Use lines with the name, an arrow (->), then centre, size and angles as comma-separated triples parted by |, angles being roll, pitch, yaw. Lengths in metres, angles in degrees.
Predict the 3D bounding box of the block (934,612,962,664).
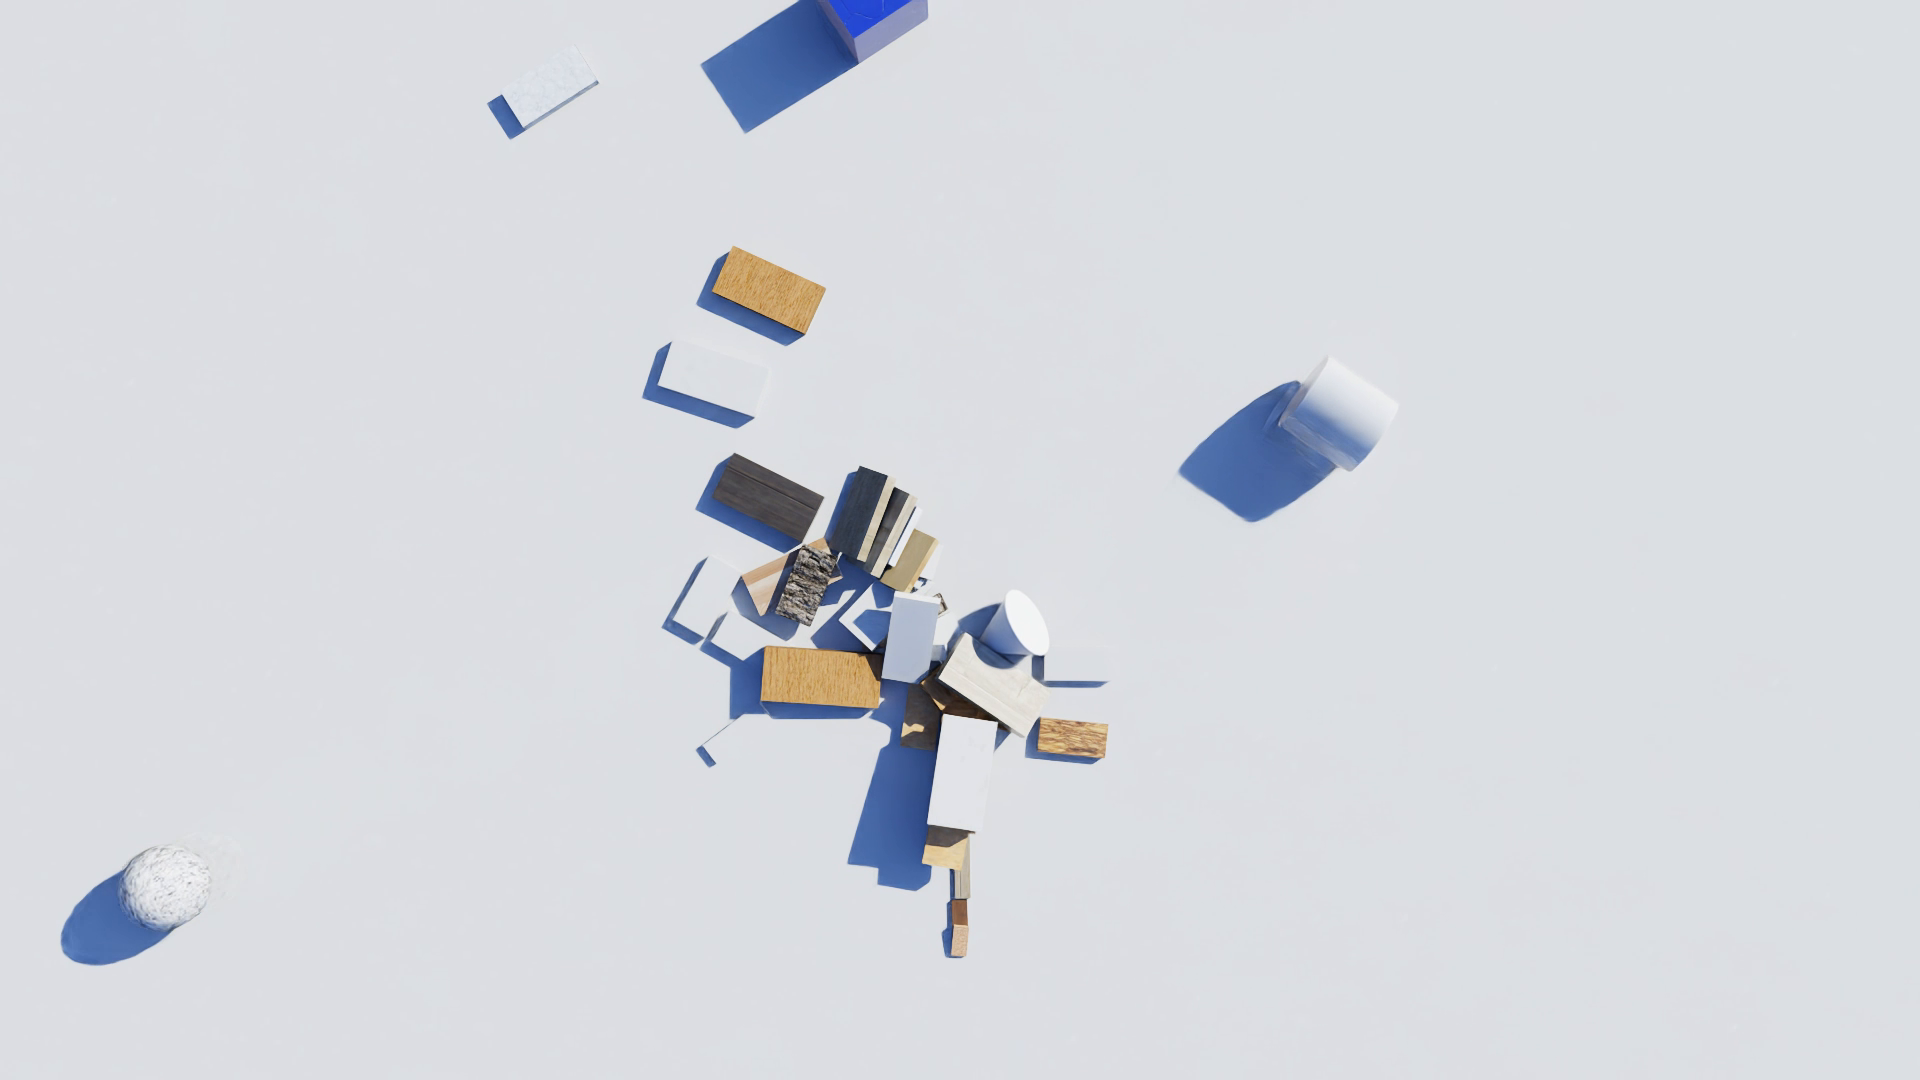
block -> -0.031, 0.353, 5.467 | 0.104, 0.030, 0.209 | -27, 94, -12

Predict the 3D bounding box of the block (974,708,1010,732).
block -> 0.123, 0.580, 5.448 | 0.157, 0.022, 0.078 | 19, 71, -23

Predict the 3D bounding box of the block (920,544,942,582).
block -> -0.104, 0.069, 5.431 | 0.061, 0.017, 0.122 | 18, 74, 1

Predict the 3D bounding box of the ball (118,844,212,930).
ball -> -2.583, 1.128, 5.363 | 0.273, 0.273, 0.273 | 0, 90, 0

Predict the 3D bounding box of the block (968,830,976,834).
block -> -0.008, 0.840, 5.458 | 0.130, 0.037, 0.259 | 3, 79, 0

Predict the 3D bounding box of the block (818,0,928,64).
block -> -0.297, -1.780, 5.361 | 0.278, 0.278, 0.278 | -33, 90, 0

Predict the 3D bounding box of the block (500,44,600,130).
block -> -1.363, -1.506, 5.479 | 0.291, 0.041, 0.145 | -33, 90, 0

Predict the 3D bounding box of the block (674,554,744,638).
block -> -0.837, 0.187, 5.483 | 0.123, 0.035, 0.247 | 30, 90, 0

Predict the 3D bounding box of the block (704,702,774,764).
block -> -0.738, 0.643, 5.489 | 0.235, 0.022, 0.078 | -37, 90, 0

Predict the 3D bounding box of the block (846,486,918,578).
block -> -0.258, -0.035, 5.433 | 0.041, 0.145, 0.291 | 26, 90, -43

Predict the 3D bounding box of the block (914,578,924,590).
block -> -0.129, 0.099, 5.439 | 0.061, 0.017, 0.122 | 33, 75, 5

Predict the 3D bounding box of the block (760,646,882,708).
block -> -0.457, 0.452, 5.453 | 0.387, 0.050, 0.177 | 4, 93, -5

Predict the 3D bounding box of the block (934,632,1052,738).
block -> 0.109, 0.478, 5.410 | 0.355, 0.050, 0.177 | 35, 72, -11

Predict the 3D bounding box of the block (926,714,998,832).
block -> 0.007, 0.755, 5.348 | 0.177, 0.050, 0.355 | 9, 83, -1

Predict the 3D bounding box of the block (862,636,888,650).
block -> -0.216, 0.296, 5.484 | 0.230, 0.033, 0.115 | -7, 90, 0

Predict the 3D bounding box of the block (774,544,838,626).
block -> -0.506, 0.149, 5.440 | 0.123, 0.035, 0.247 | 22, 90, 0

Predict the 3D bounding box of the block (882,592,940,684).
block -> -0.161, 0.322, 5.394 | 0.149, 0.042, 0.299 | 10, 112, 0

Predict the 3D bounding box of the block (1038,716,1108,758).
block -> 0.375, 0.656, 5.484 | 0.225, 0.032, 0.113 | 6, 90, 0

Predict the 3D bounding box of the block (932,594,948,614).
block -> -0.102, 0.231, 5.461 | 0.122, 0.017, 0.061 | -31, 101, -26

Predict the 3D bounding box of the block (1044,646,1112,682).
block -> 0.393, 0.410, 5.484 | 0.225, 0.032, 0.113 | 1, 90, 0

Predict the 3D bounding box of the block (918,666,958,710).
block -> -0.012, 0.447, 5.429 | 0.225, 0.032, 0.113 | -37, 97, -16

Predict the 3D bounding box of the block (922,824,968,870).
block -> -0.036, 0.940, 5.395 | 0.130, 0.037, 0.259 | 11, 95, -1

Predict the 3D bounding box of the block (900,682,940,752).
block -> -0.125, 0.578, 5.484 | 0.115, 0.033, 0.230 | 8, 90, 0

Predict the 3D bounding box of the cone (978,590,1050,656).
cone -> 0.130, 0.322, 5.447 | 0.235, 0.235, 0.235 | -30, 90, 27

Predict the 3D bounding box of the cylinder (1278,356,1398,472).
cylinder -> 1.229, -0.409, 5.364 | 0.272, 0.272, 0.272 | 35, 90, 0

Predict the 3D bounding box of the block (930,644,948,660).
block -> -0.089, 0.370, 5.438 | 0.107, 0.015, 0.054 | -4, 104, 28

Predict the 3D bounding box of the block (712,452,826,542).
block -> -0.635, -0.142, 5.476 | 0.335, 0.047, 0.167 | 26, 90, 0

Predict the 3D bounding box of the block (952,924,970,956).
block -> 0.001, 1.332, 5.483 | 0.051, 0.015, 0.103 | 5, 100, -1

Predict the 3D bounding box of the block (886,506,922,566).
block -> -0.211, -0.023, 5.444 | 0.030, 0.104, 0.209 | 31, 84, -43

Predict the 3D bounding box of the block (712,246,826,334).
block -> -0.633, -0.829, 5.476 | 0.335, 0.047, 0.167 | 25, 90, 0

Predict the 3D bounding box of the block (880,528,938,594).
block -> -0.165, 0.071, 5.416 | 0.104, 0.030, 0.209 | 25, 80, 33

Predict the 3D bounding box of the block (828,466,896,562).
block -> -0.322, -0.088, 5.436 | 0.145, 0.041, 0.291 | 21, 90, 42

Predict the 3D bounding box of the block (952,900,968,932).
block -> 0.000, 1.251, 5.493 | 0.051, 0.015, 0.103 | -2, 90, 0

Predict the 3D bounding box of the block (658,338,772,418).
block -> -0.814, -0.540, 5.476 | 0.335, 0.047, 0.167 | 18, 90, 0

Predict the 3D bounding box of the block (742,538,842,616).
block -> -0.556, 0.121, 5.479 | 0.299, 0.042, 0.149 | -25, 90, 0

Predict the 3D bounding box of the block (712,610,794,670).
block -> -0.687, 0.346, 5.483 | 0.247, 0.035, 0.123 | 30, 90, 0

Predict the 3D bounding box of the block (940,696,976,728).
block -> -0.006, 0.633, 5.428 | 0.115, 0.033, 0.230 | 4, 76, 1

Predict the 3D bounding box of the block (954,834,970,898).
block -> 0.007, 0.993, 5.493 | 0.051, 0.015, 0.399 | -1, 90, 0

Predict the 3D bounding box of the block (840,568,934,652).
block -> -0.242, 0.208, 5.452 | 0.149, 0.042, 0.299 | 42, 83, 8
